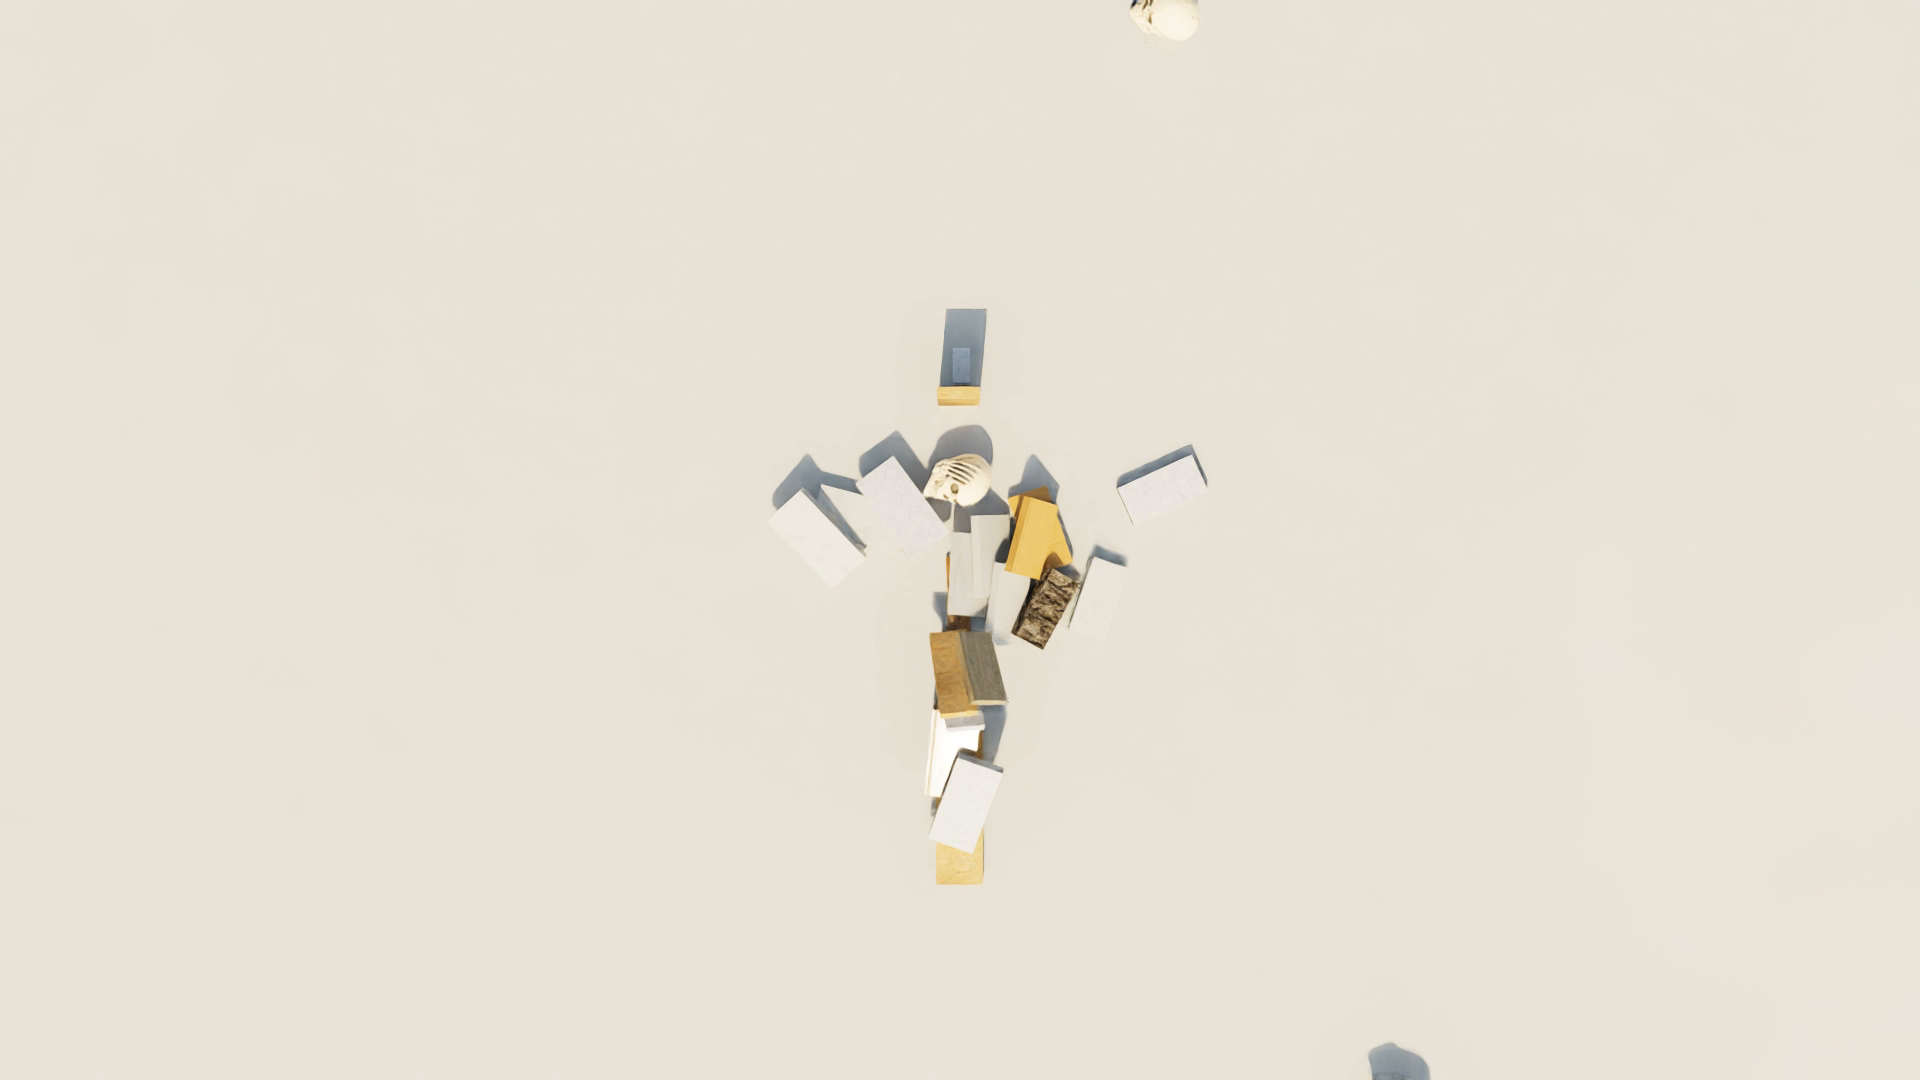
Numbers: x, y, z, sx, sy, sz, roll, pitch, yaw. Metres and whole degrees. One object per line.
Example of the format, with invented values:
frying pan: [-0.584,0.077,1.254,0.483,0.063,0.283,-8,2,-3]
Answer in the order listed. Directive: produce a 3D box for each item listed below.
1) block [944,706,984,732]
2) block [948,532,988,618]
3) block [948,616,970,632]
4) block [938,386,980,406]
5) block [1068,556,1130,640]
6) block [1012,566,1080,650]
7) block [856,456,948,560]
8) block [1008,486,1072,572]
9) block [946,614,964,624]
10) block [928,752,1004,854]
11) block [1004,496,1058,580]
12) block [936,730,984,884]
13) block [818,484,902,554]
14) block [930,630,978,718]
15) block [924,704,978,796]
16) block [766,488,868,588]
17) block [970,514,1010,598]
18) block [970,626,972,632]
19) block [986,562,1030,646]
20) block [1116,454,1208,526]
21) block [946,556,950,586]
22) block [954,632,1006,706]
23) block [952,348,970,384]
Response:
block: [0.003,0.499,5.325,0.122,0.035,0.245,-4,59,-5]
block: [0.030,0.116,5.429,0.135,0.038,0.269,7,83,-39]
block: [-0.004,0.274,5.468,0.077,0.022,0.155,0,74,0]
block: [-0.005,-0.466,5.365,0.135,0.270,0.038,0,90,0]
block: [0.460,0.194,5.478,0.126,0.036,0.252,19,90,-4]
block: [0.282,0.225,5.451,0.126,0.036,0.252,29,90,-33]
block: [-0.189,-0.106,5.434,0.155,0.044,0.310,-36,90,0]
block: [0.266,-0.032,5.481,0.135,0.038,0.270,-19,90,0]
block: [-0.014,0.217,5.443,0.057,0.016,0.113,1,85,-1]
block: [0.018,0.860,5.385,0.155,0.044,0.311,20,109,0]
block: [0.235,-0.006,5.409,0.126,0.036,0.252,15,90,-38]
block: [-0.002,0.873,5.478,0.155,0.044,0.532,0,90,0]
block: [-0.327,-0.070,5.478,0.310,0.044,0.155,15,90,0]
block: [-0.021,0.431,5.324,0.122,0.035,0.292,-6,59,-6]
block: [-0.025,0.693,5.383,0.155,0.044,0.310,7,109,1]
block: [-0.471,-0.007,5.439,0.155,0.044,0.311,-41,99,13]
block: [0.105,0.053,5.442,0.135,0.038,0.269,-2,90,-40]
block: [0.003,0.365,5.464,0.077,0.022,0.155,1,71,0]
block: [0.158,0.212,5.436,0.135,0.038,0.269,5,93,-40]
block: [0.672,-0.166,5.481,0.270,0.038,0.135,-24,90,0]
block: [-0.016,0.111,5.477,0.057,0.016,0.113,-2,75,-1]
block: [0.065,0.413,5.309,0.122,0.035,0.245,4,58,-30]
block: [0.005,-0.569,5.378,0.057,0.016,0.114,0,90,0]
